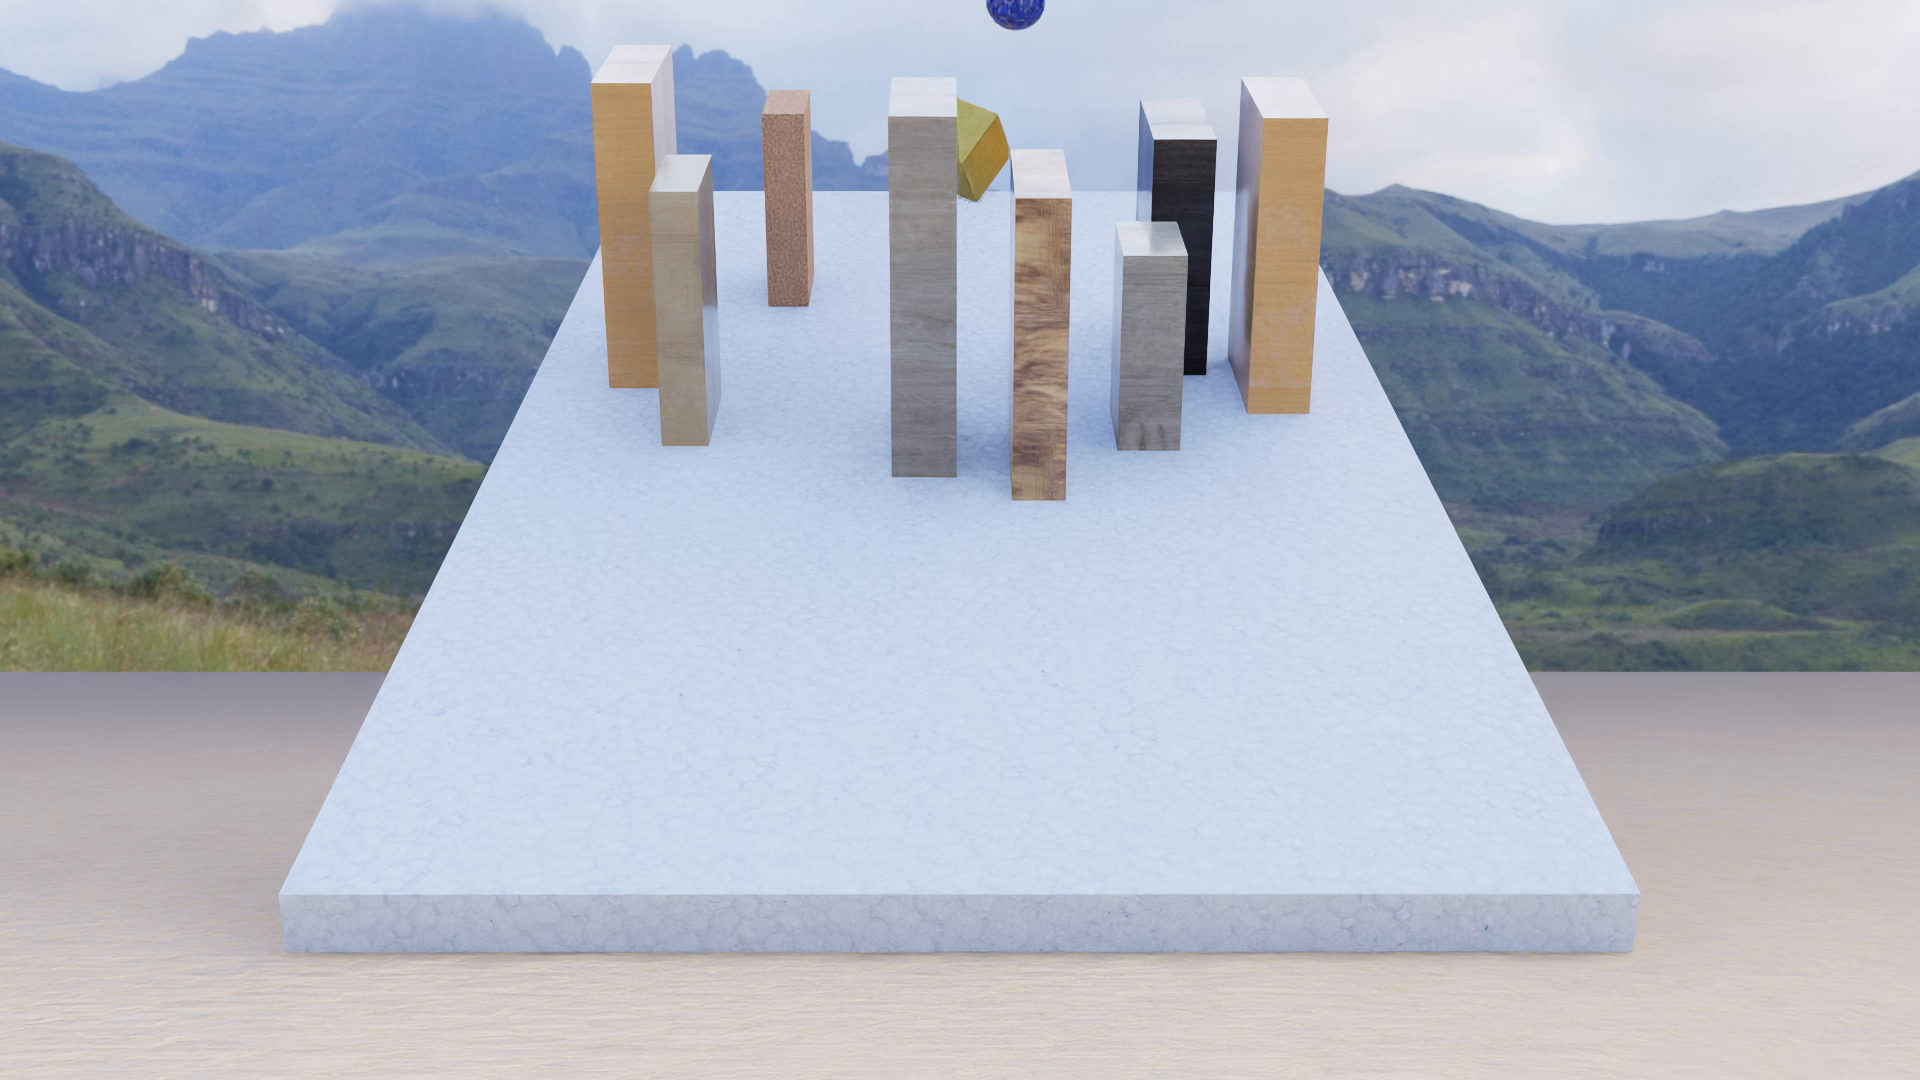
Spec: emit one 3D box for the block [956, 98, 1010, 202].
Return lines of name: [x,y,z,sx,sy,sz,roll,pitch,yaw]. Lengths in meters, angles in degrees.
block: [0.003,-1.154,6.823,0.192,0.192,0.192,26,-19,26]

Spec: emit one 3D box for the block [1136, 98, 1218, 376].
block: [0.514,-0.738,5.601,0.145,0.570,0.425,0,23,0]

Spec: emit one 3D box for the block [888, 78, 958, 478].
block: [-0.076,-0.560,4.928,0.138,0.773,0.366,0,23,0]

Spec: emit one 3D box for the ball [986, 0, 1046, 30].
ball: [0.166,-1.607,6.890,0.179,0.179,0.179,0,-3,0]

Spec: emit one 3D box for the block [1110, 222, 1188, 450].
block: [0.412,-0.450,5.095,0.137,0.440,0.267,0,23,0]

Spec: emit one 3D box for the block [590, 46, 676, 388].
block: [-0.754,-0.768,5.476,0.133,0.718,0.421,0,23,0]

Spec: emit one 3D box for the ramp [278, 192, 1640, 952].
ramp: [-0.008,-0.226,5.257,2.000,0.100,4.000,0,23,0]

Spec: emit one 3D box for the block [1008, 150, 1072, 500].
block: [0.163,-0.455,4.851,0.111,0.641,0.397,0,23,0]

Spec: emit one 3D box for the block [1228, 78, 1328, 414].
block: [0.725,-0.681,5.329,0.141,0.681,0.413,0,23,0]

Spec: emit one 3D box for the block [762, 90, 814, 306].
block: [-0.445,-0.891,6.033,0.105,0.504,0.276,0,23,0]

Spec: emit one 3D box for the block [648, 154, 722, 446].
block: [-0.603,-0.531,5.113,0.102,0.571,0.319,0,23,0]
